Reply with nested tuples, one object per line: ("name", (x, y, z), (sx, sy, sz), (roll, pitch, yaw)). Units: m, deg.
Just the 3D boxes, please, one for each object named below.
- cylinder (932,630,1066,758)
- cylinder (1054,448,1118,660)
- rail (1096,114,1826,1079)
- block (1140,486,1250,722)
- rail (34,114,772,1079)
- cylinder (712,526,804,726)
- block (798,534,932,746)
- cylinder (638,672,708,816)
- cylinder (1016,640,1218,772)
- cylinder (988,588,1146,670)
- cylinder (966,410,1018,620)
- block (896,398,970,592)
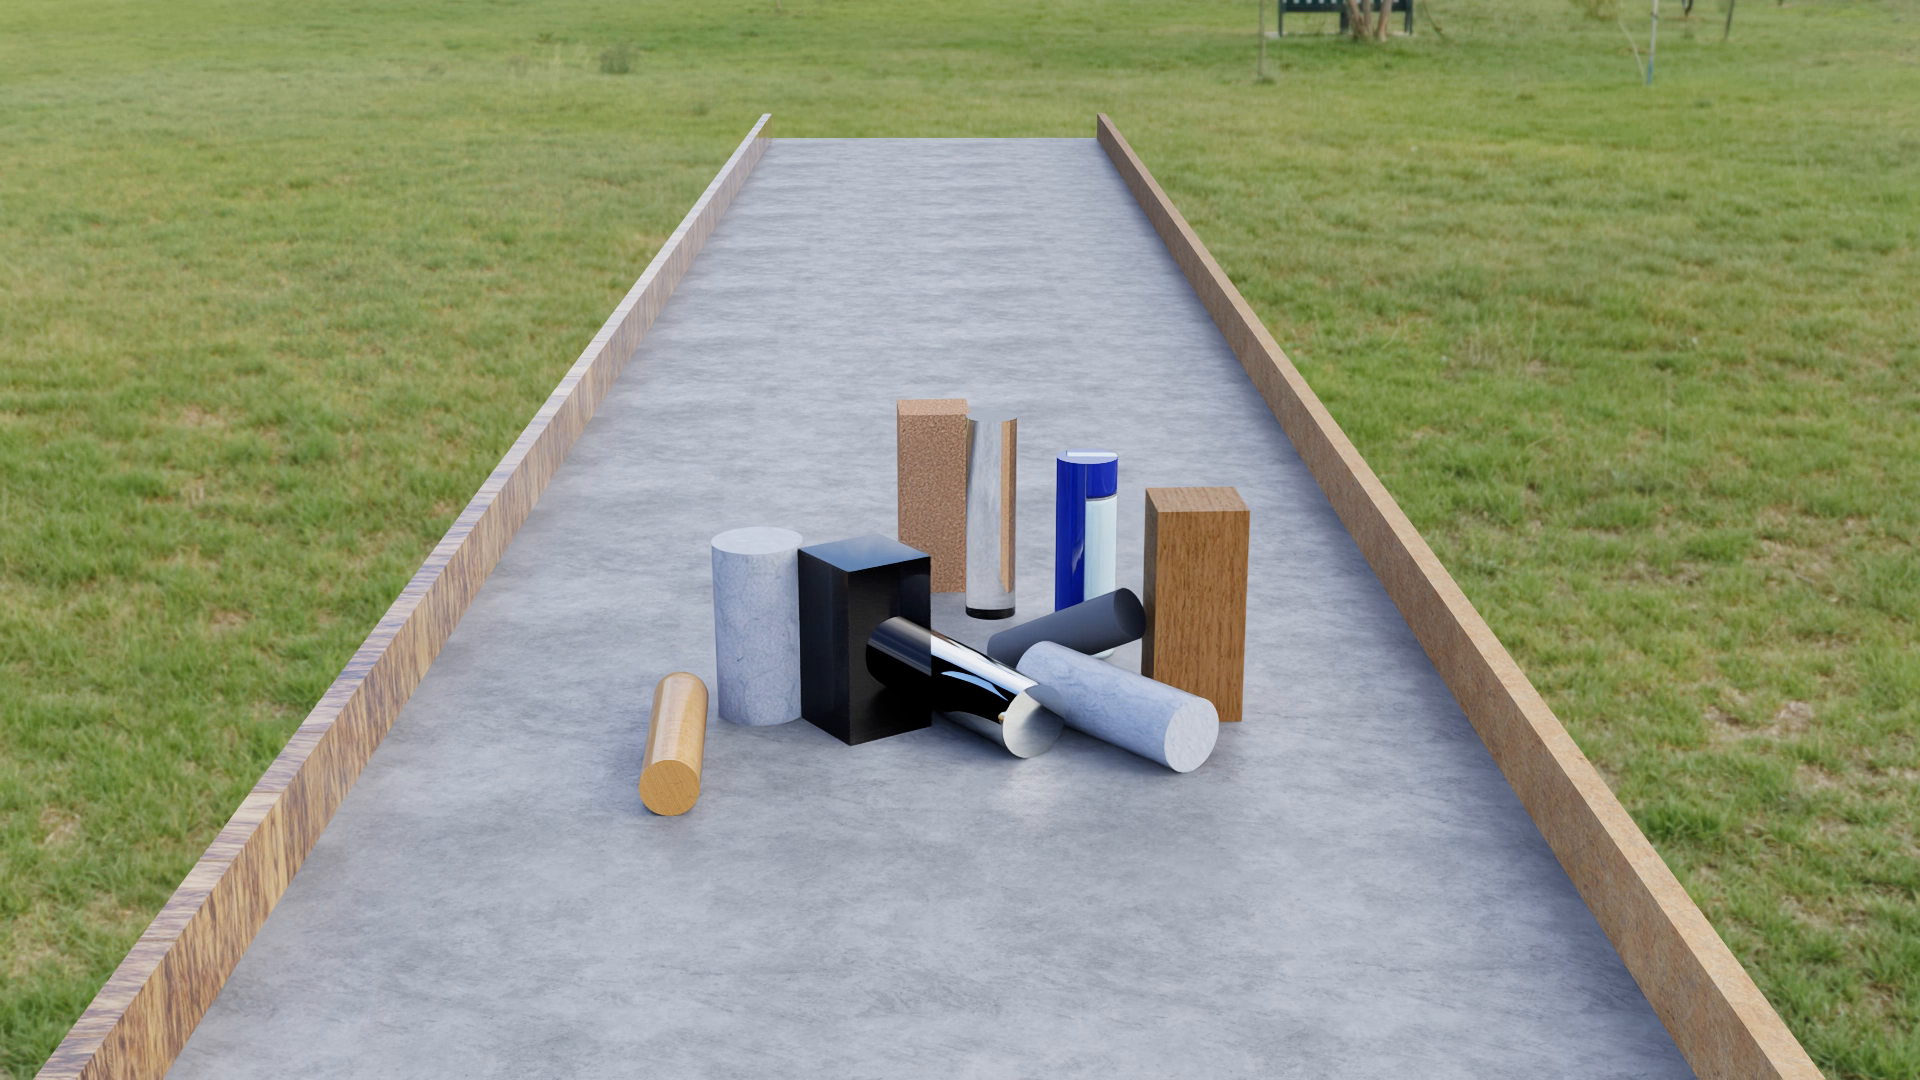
("cylinder", (0.025, 0.277, 4.055), (0.137, 0.137, 0.380), (-11, 20, -33))
("cylinder", (0.252, 0.030, 4.407), (0.122, 0.409, 0.122), (0, 17, 0))
("rail", (0.932, -0.844, 7.801), (0.050, 0.150, 12.000), (0, 17, -1))
("block", (0.436, 0.120, 4.109), (0.168, 0.408, 0.168), (-1, 17, -3))
("rail", (-1.118, -0.838, 7.780), (0.050, 0.150, 12.000), (0, 17, -1))
("cylinder", (-0.373, 0.159, 4.099), (0.169, 0.334, 0.169), (0, 18, 0))
("block", (-0.175, 0.180, 4.043), (0.175, 0.330, 0.175), (-11, 20, -33))
("cylinder", (-0.500, 0.352, 3.867), (0.101, 0.101, 0.429), (-1, 17, -4))
("cylinder", (0.278, 0.298, 3.987), (0.136, 0.136, 0.395), (-14, 21, -38))
("cylinder", (0.202, 0.184, 4.202), (0.309, 0.101, 0.101), (-22, 1, 36))
("cylinder", (0.066, -0.052, 4.647), (0.108, 0.431, 0.108), (0, 17, 0))
("block", (-0.058, -0.098, 4.852), (0.153, 0.402, 0.153), (-1, 17, -4))
